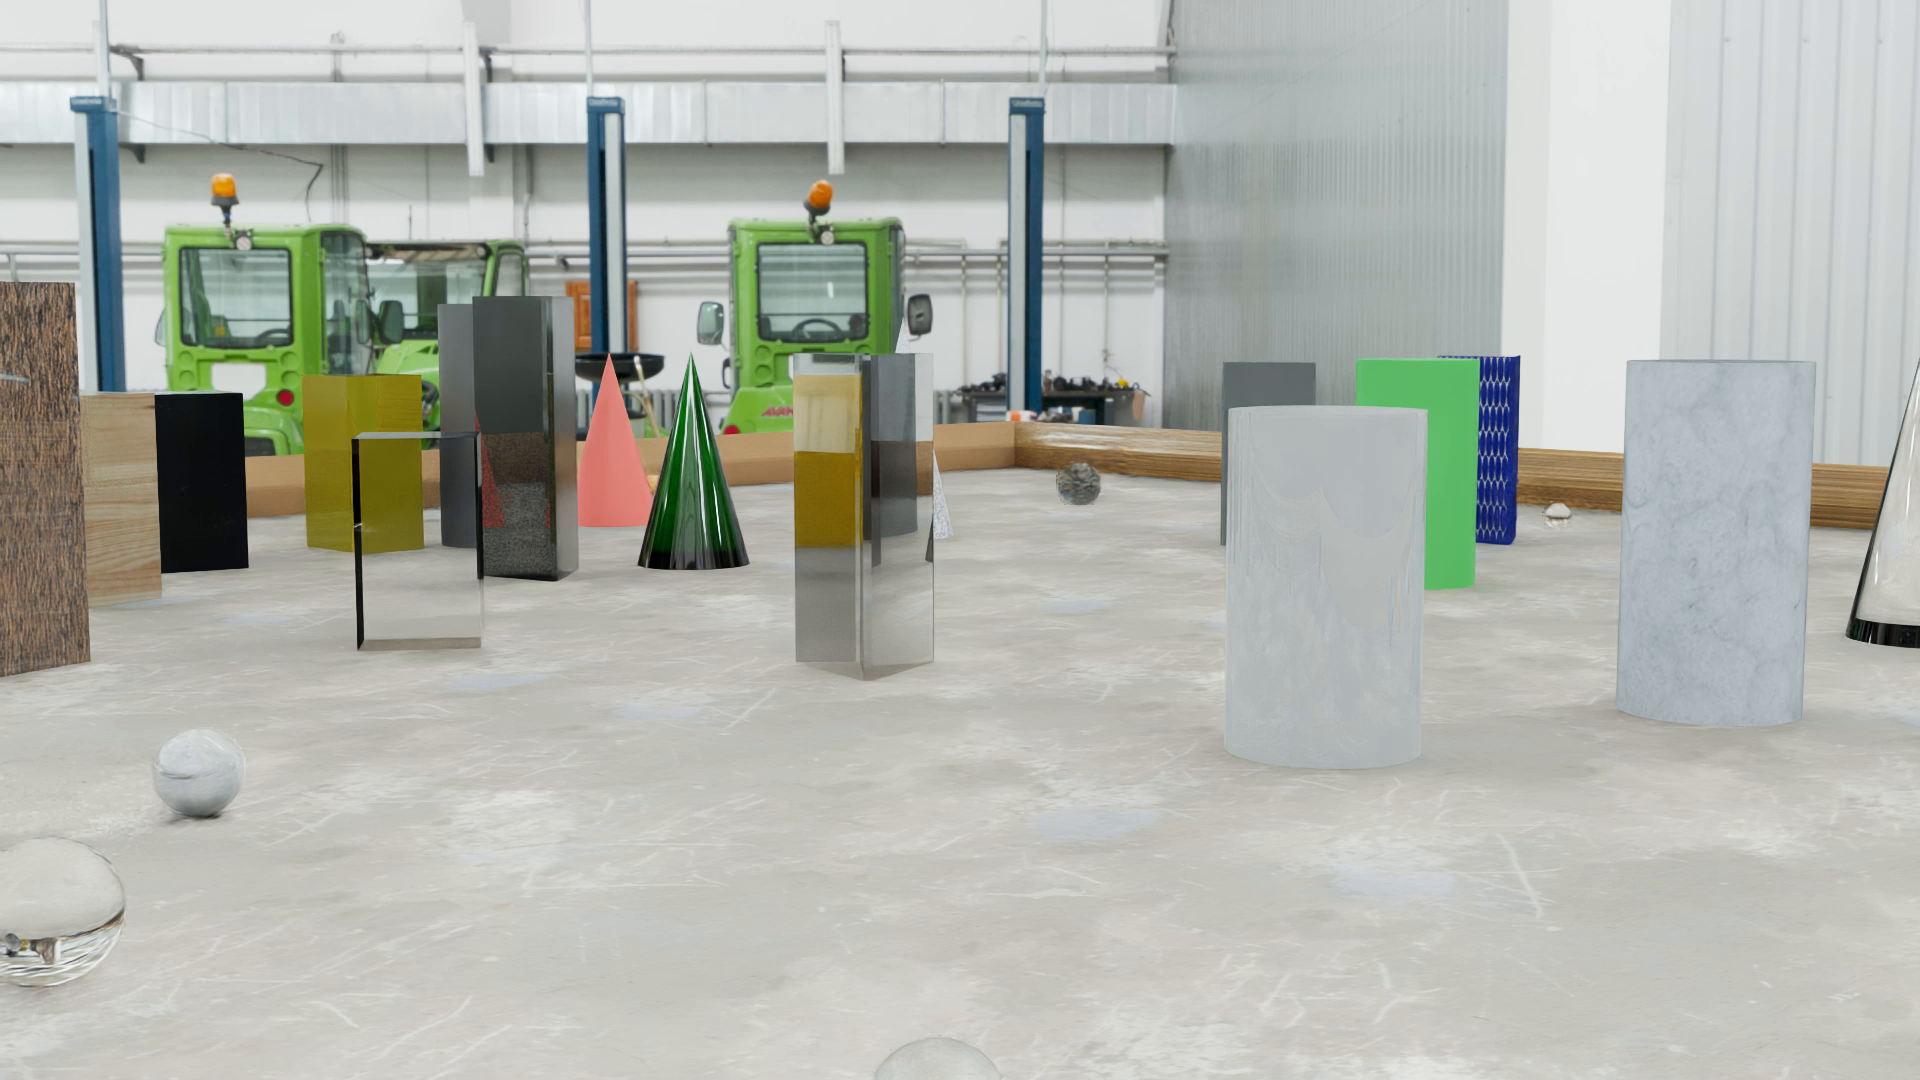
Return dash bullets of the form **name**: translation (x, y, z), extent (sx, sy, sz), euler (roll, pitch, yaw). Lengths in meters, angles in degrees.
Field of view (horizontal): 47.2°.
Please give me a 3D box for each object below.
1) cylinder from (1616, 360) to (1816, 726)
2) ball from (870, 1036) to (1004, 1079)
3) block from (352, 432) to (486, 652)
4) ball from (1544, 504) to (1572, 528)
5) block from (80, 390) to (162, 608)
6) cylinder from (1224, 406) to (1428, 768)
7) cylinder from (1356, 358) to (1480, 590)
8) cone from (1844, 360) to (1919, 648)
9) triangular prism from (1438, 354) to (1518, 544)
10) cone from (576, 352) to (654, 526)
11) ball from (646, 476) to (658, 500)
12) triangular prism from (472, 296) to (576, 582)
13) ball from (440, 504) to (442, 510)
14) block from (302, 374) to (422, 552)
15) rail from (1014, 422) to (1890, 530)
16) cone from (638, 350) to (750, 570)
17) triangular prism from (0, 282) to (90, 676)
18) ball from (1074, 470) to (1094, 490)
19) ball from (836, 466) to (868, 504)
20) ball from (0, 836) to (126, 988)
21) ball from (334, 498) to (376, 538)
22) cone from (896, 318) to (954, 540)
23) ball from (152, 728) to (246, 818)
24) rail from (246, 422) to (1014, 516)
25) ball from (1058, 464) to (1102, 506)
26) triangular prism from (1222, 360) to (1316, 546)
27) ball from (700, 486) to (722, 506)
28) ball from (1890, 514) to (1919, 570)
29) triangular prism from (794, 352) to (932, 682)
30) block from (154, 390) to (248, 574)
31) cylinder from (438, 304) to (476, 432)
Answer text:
- **cylinder**: translation (0.838, -0.004, 2.444), extent (0.198, 0.389, 0.198), euler (0, 6, 0)
- **ball**: translation (-0.011, 0.292, 1.119), extent (0.076, 0.076, 0.076), euler (0, 6, 0)
- **block**: translation (-0.726, -0.002, 2.960), extent (0.159, 0.279, 0.159), euler (-1, 6, -10)
- **ball**: translation (1.224, -0.049, 4.501), extent (0.053, 0.053, 0.053), euler (0, 6, 0)
- **block**: translation (-1.348, -0.065, 3.370), extent (0.159, 0.319, 0.159), euler (3, 7, 29)
- **cylinder**: translation (0.369, 0.041, 2.225), extent (0.198, 0.345, 0.198), euler (0, 6, 0)
- **cylinder**: translation (0.745, -0.112, 3.600), extent (0.198, 0.366, 0.198), euler (0, 6, 0)
- **cone**: translation (1.312, -0.104, 2.971), extent (0.198, 0.479, 0.198), euler (0, 6, 0)
- **triangular prism**: translation (1.042, -0.180, 4.286), extent (0.149, 0.358, 0.172), euler (-5, 8, -42)
- **cone**: translation (-0.735, -0.215, 4.624), extent (0.198, 0.358, 0.198), euler (0, 6, 0)
- **ball**: translation (-0.662, -0.113, 4.729), extent (0.054, 0.054, 0.054), euler (0, 6, 0)
- **triangular prism**: translation (-0.701, -0.175, 3.709), extent (0.172, 0.468, 0.149), euler (4, 7, 32)
- **ball**: translation (-1.029, -0.068, 4.538), extent (0.083, 0.083, 0.083), euler (0, 6, 0)
- **block**: translation (-1.127, -0.150, 4.157), extent (0.159, 0.324, 0.159), euler (6, 8, 43)
- **rail**: translation (1.556, -0.115, 4.760), extent (0.045, 0.129, 4.177), euler (-5, 8, -42)
- **cone**: translation (-0.470, -0.146, 3.864), extent (0.198, 0.377, 0.198), euler (0, 6, 0)
- **triangular prism**: translation (-1.172, -0.080, 2.741), extent (0.149, 0.480, 0.172), euler (-4, 7, -33)
- **ball**: translation (0.307, -0.150, 5.465), extent (0.053, 0.053, 0.053), euler (0, 6, 0)
- **ball**: translation (-0.241, -0.127, 5.080), extent (0.087, 0.087, 0.087), euler (0, 6, 0)
- **ball**: translation (-0.604, 0.246, 1.455), extent (0.098, 0.098, 0.098), euler (0, 6, 0)
- **ball**: translation (-1.188, -0.044, 4.322), extent (0.080, 0.080, 0.080), euler (0, 6, 0)
- **cone**: translation (-0.112, -0.224, 4.352), extent (0.198, 0.433, 0.198), euler (0, 6, 0)
- **ball**: translation (-0.672, 0.205, 1.941), extent (0.078, 0.078, 0.078), euler (0, 6, 0)
- **rail**: translation (-1.400, -0.124, 4.841), extent (4.281, 0.129, 0.045), euler (-5, 8, -42)
- **ball**: translation (0.273, -0.126, 5.014), extent (0.099, 0.099, 0.099), euler (0, 6, 0)
- **triangular prism**: translation (0.592, -0.169, 4.230), extent (0.172, 0.348, 0.149), euler (1, 6, 8)
- **ball**: translation (-0.569, -0.100, 5.024), extent (0.046, 0.046, 0.046), euler (0, 6, 0)
- **ball**: translation (1.651, 0.004, 3.780), extent (0.097, 0.097, 0.097), euler (0, 6, 0)
- **triangular prism**: translation (-0.097, -0.036, 2.742), extent (0.149, 0.392, 0.172), euler (-4, 7, -34)
- **block**: translation (-1.344, -0.105, 3.823), extent (0.159, 0.304, 0.159), euler (-4, 7, -33)
- **cylinder**: translation (-0.906, -0.228, 4.264), extent (0.198, 0.457, 0.198), euler (0, 6, 0)
